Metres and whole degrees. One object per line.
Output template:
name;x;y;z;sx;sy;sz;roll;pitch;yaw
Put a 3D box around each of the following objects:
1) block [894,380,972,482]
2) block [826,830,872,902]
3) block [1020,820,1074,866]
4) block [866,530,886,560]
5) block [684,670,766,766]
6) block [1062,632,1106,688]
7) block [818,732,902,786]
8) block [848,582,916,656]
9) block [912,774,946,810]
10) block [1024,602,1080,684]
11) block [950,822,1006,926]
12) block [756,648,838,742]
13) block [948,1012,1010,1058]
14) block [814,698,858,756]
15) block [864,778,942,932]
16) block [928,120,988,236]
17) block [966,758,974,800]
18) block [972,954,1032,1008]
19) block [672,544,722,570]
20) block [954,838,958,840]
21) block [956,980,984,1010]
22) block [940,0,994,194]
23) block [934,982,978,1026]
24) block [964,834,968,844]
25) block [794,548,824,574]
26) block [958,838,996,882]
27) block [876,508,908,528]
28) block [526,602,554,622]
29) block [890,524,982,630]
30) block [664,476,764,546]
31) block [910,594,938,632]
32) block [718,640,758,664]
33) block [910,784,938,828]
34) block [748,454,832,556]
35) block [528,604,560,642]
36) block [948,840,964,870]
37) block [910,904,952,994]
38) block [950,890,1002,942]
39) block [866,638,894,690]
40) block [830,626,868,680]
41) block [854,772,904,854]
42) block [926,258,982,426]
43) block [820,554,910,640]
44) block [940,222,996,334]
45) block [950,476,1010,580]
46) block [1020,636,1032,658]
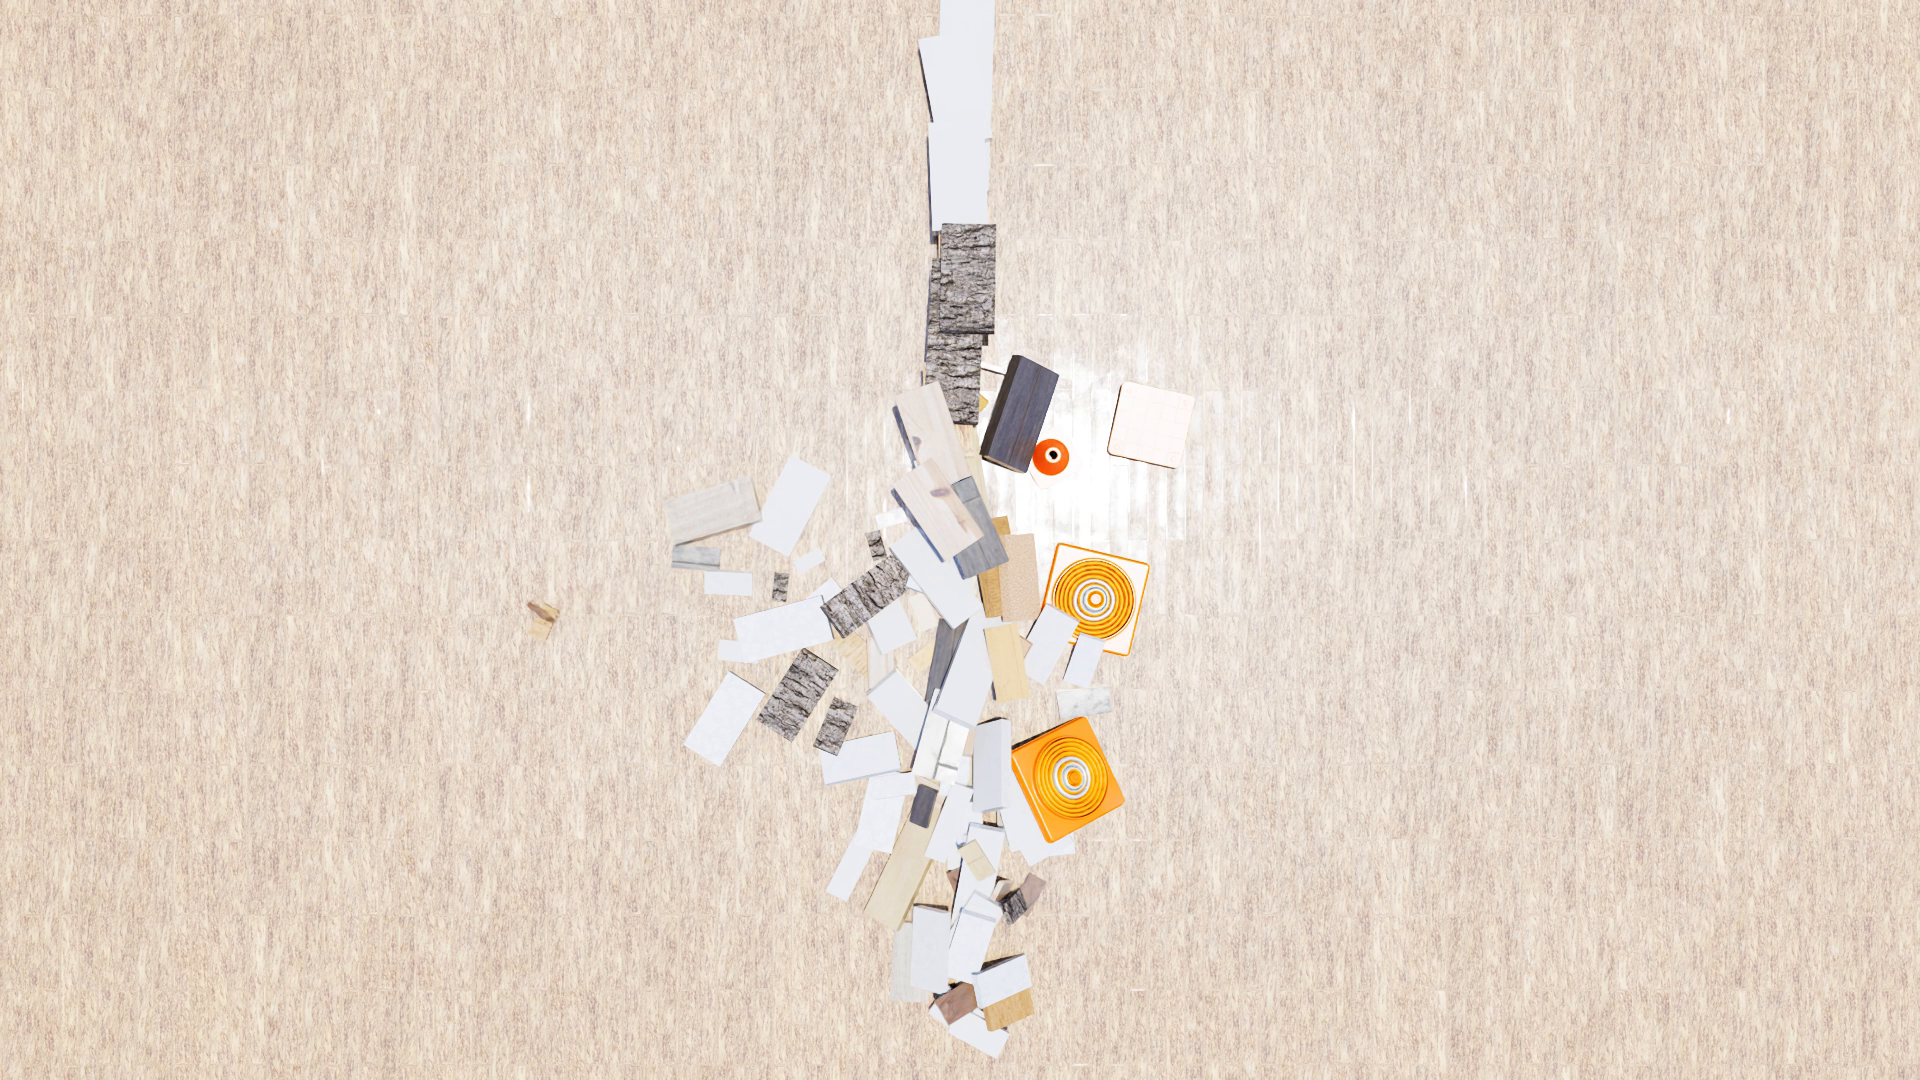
block;-0.085;-0.330;5.208;0.148;0.042;0.315;-19;97;4
block;-0.355;1.073;5.489;0.079;0.022;0.248;27;90;0
block;0.280;0.993;5.404;0.166;0.023;0.083;-31;87;7
block;-0.279;0.018;5.493;0.049;0.014;0.097;-16;90;0
block;-0.780;0.593;5.480;0.142;0.040;0.284;32;90;0
block;0.410;0.399;5.456;0.088;0.025;0.175;17;110;-2
block;-0.330;0.724;5.459;0.255;0.036;0.127;-12;67;0
block;-0.257;0.237;5.456;0.130;0.037;0.259;-24;88;-20
block;-0.106;0.830;5.447;0.134;0.019;0.067;24;90;22
block;0.283;0.343;5.447;0.122;0.035;0.245;29;104;6
block;0.044;1.180;5.422;0.116;0.033;0.513;10;104;0
block;-0.539;0.514;5.480;0.142;0.040;0.284;33;90;0
block;0.061;1.619;5.426;0.183;0.026;0.091;29;90;0
block;-0.412;0.618;5.463;0.088;0.025;0.176;23;73;0
block;-0.150;1.033;5.459;0.130;0.037;0.509;25;90;22
block;-0.006;-1.175;5.353;0.180;0.051;0.359;-2;84;0
block;0.060;0.809;5.462;0.090;0.025;0.179;-11;74;-1
block;0.138;1.447;5.420;0.214;0.030;0.107;-12;90;-39
block;-0.878;0.060;5.489;0.158;0.022;0.079;5;90;0
block;0.010;0.905;5.471;0.090;0.025;0.179;-1;80;0
block;0.039;1.547;5.485;0.107;0.030;0.214;0;90;0
block;0.015;-1.479;5.475;0.180;0.051;0.645;2;90;0
block;0.017;1.507;5.415;0.183;0.026;0.091;-27;69;-18
block;0.051;1.039;5.417;0.077;0.022;0.155;0;104;0
block;-0.502;0.070;5.493;0.096;0.014;0.048;-29;90;0
block;0.055;1.042;5.361;0.066;0.019;0.131;-30;101;9
block;-0.229;-0.072;5.493;0.097;0.014;0.049;-17;90;0
block;-1.386;0.239;5.447;0.096;0.048;0.014;34;91;23
block;-0.079;0.123;5.413;0.122;0.035;0.343;-37;83;-13
block;-0.816;-0.095;5.455;0.302;0.043;0.151;-16;81;5
block;-0.122;0.238;5.492;0.058;0.016;0.121;-21;90;0
block;-0.735;0.371;5.491;0.134;0.019;0.067;6;90;0
block;-0.120;0.876;5.427;0.066;0.019;0.131;19;101;23
block;-0.564;-0.113;5.479;0.151;0.043;0.302;28;90;0
block;-1.385;0.276;5.492;0.058;0.016;0.116;24;90;0
block;-0.004;1.017;5.489;0.077;0.022;0.155;-2;90;0
block;-0.097;1.341;5.407;0.130;0.037;0.260;3;90;40
block;0.039;1.271;5.410;0.116;0.033;0.232;30;103;-5
block;-0.264;0.406;5.460;0.085;0.024;0.170;-1;80;-11
block;-0.319;0.394;5.488;0.331;0.024;0.085;44;90;0
block;-0.259;0.894;5.467;0.127;0.036;0.263;13;83;0
block;-0.016;-0.638;5.291;0.174;0.049;0.533;3;81;0
block;-0.284;0.169;5.421;0.350;0.037;0.130;-37;92;-20
block;0.026;-0.833;5.264;0.174;0.049;0.348;1;84;-1
block;0.030;-0.041;5.244;0.148;0.042;0.295;-23;97;5
block;0.166;0.391;5.455;0.083;0.023;0.166;33;105;20
